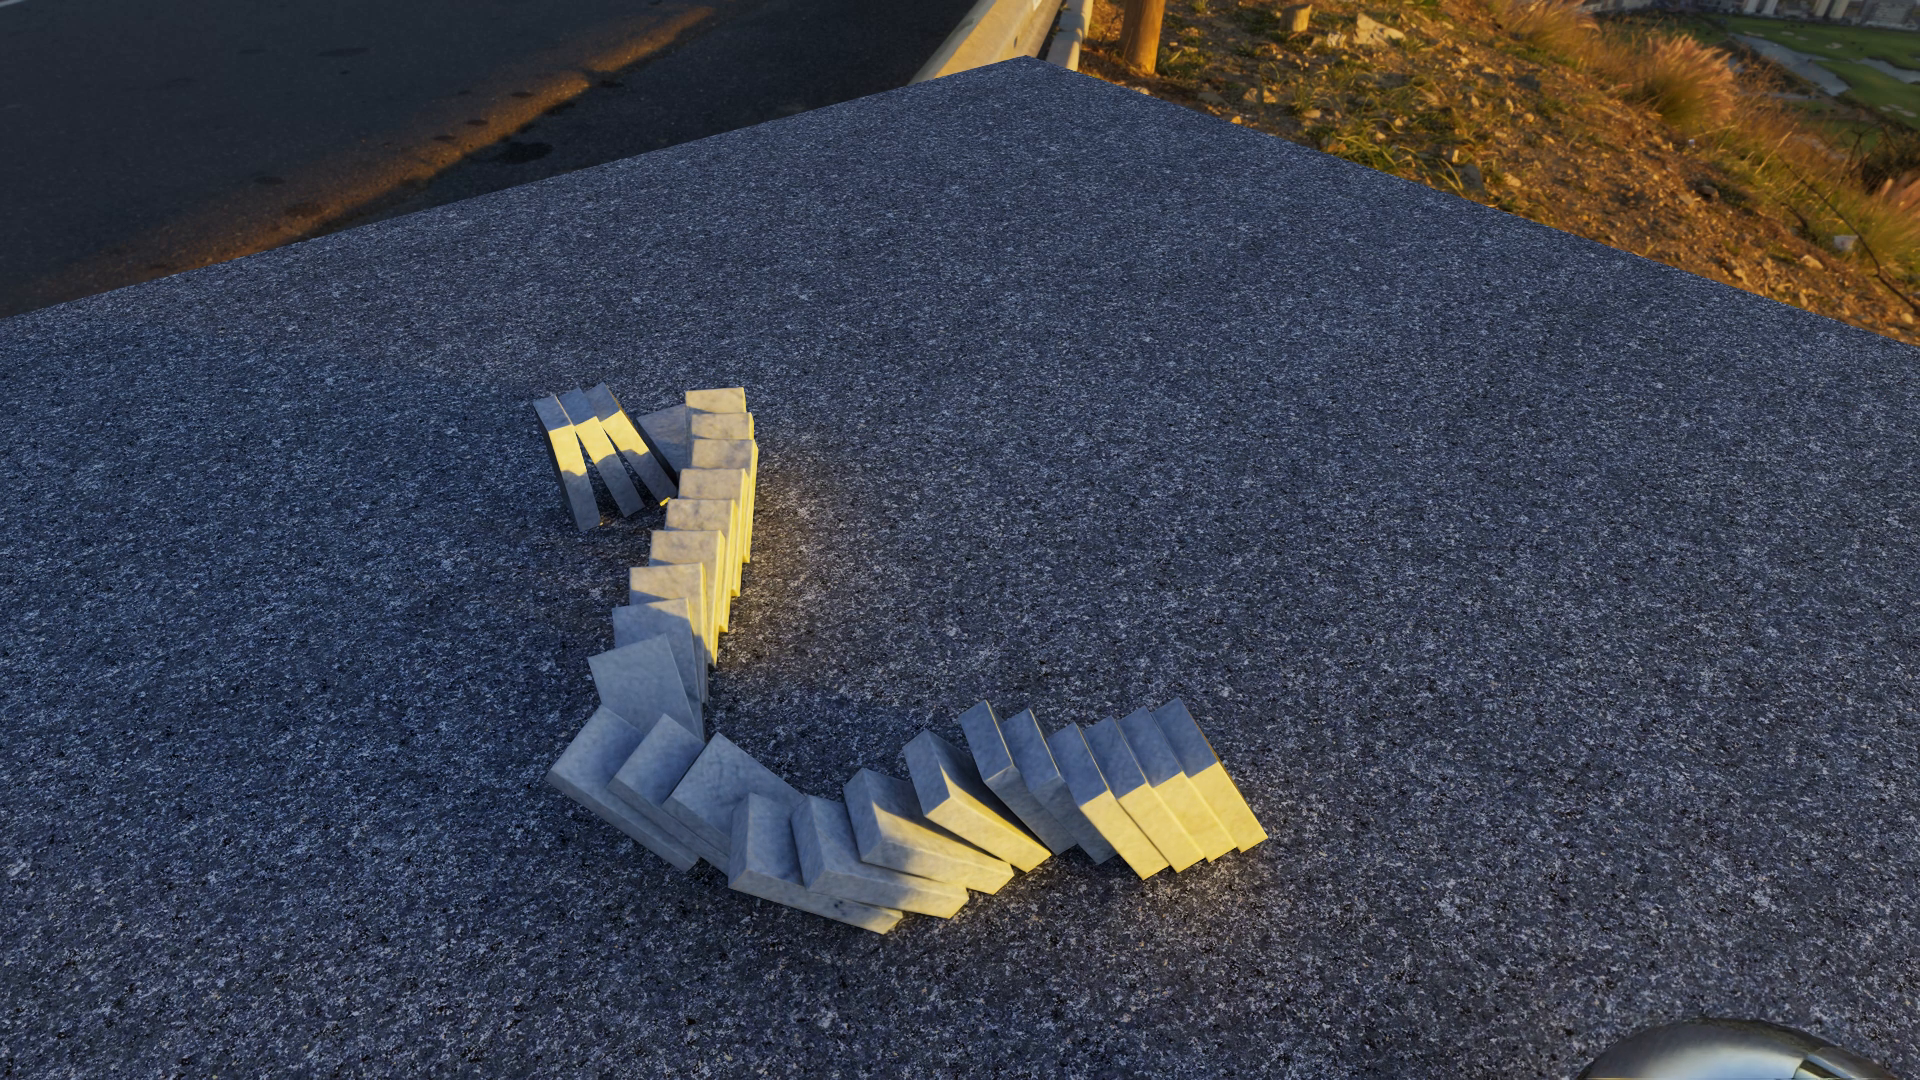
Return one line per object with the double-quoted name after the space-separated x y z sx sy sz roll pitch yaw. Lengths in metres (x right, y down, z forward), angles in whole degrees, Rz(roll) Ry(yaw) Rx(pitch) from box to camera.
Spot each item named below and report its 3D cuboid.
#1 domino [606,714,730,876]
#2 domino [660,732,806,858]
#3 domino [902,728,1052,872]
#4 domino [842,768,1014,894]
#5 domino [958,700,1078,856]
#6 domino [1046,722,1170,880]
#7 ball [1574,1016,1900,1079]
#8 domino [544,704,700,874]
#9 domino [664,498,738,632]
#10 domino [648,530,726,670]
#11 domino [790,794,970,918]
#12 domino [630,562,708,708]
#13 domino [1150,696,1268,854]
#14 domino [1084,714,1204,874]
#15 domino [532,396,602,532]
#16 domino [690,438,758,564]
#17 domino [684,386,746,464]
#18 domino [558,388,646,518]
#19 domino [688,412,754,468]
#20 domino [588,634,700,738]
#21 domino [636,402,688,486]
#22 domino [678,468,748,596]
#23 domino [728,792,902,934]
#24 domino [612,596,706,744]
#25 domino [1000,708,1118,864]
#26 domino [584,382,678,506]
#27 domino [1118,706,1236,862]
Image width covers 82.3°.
-0.077 0.077 0.328 0.050 0.010 0.025 38 45 -7 "domino"
-0.059 0.082 0.323 0.050 0.010 0.025 38 43 -7 "domino"
0.005 0.077 0.322 0.009 0.050 0.025 -39 40 13 "domino"
-0.009 0.084 0.317 0.050 0.010 0.025 27 24 -35 "domino"
0.018 0.071 0.326 0.010 0.050 0.025 -32 42 6 "domino"
0.043 0.076 0.319 0.009 0.050 0.025 -32 42 6 "domino"
0.161 0.138 0.219 0.080 0.080 0.080 0 39 0 "ball"
-0.095 0.075 0.331 0.050 0.010 0.025 37 47 -8 "domino"
-0.099 0.009 0.414 0.025 0.010 0.050 0 69 0 "domino"
-0.100 0.021 0.398 0.025 0.010 0.050 0 69 0 "domino"
-0.023 0.090 0.311 0.050 0.010 0.025 24 26 -34 "domino"
-0.101 0.034 0.383 0.025 0.010 0.050 -4 71 -5 "domino"
0.074 0.070 0.327 0.010 0.050 0.025 -32 42 6 "domino"
0.054 0.075 0.321 0.009 0.050 0.025 -32 42 6 "domino"
-0.160 -0.031 0.449 0.009 0.050 0.025 -22 44 -22 "domino"
-0.097 -0.016 0.444 0.025 0.010 0.050 1 70 0 "domino"
-0.104 -0.041 0.474 0.025 0.010 0.050 -5 70 -7 "domino"
-0.148 -0.036 0.454 0.009 0.050 0.025 -29 46 -14 "domino"
-0.100 -0.028 0.459 0.025 0.009 0.050 -2 70 -3 "domino"
-0.099 0.058 0.350 0.025 0.010 0.050 -18 80 -20 "domino"
-0.125 -0.043 0.496 0.025 0.010 0.050 -22 44 -24 "domino"
-0.098 -0.003 0.429 0.025 0.009 0.050 0 69 0 "domino"
-0.040 0.091 0.310 0.050 0.010 0.025 27 30 -27 "domino"
-0.100 0.046 0.368 0.025 0.009 0.050 -8 72 -9 "domino"
0.031 0.073 0.324 0.009 0.050 0.025 -32 42 6 "domino"
-0.137 -0.040 0.460 0.010 0.050 0.025 -34 47 -9 "domino"
0.064 0.072 0.324 0.009 0.050 0.025 -32 42 6 "domino"
